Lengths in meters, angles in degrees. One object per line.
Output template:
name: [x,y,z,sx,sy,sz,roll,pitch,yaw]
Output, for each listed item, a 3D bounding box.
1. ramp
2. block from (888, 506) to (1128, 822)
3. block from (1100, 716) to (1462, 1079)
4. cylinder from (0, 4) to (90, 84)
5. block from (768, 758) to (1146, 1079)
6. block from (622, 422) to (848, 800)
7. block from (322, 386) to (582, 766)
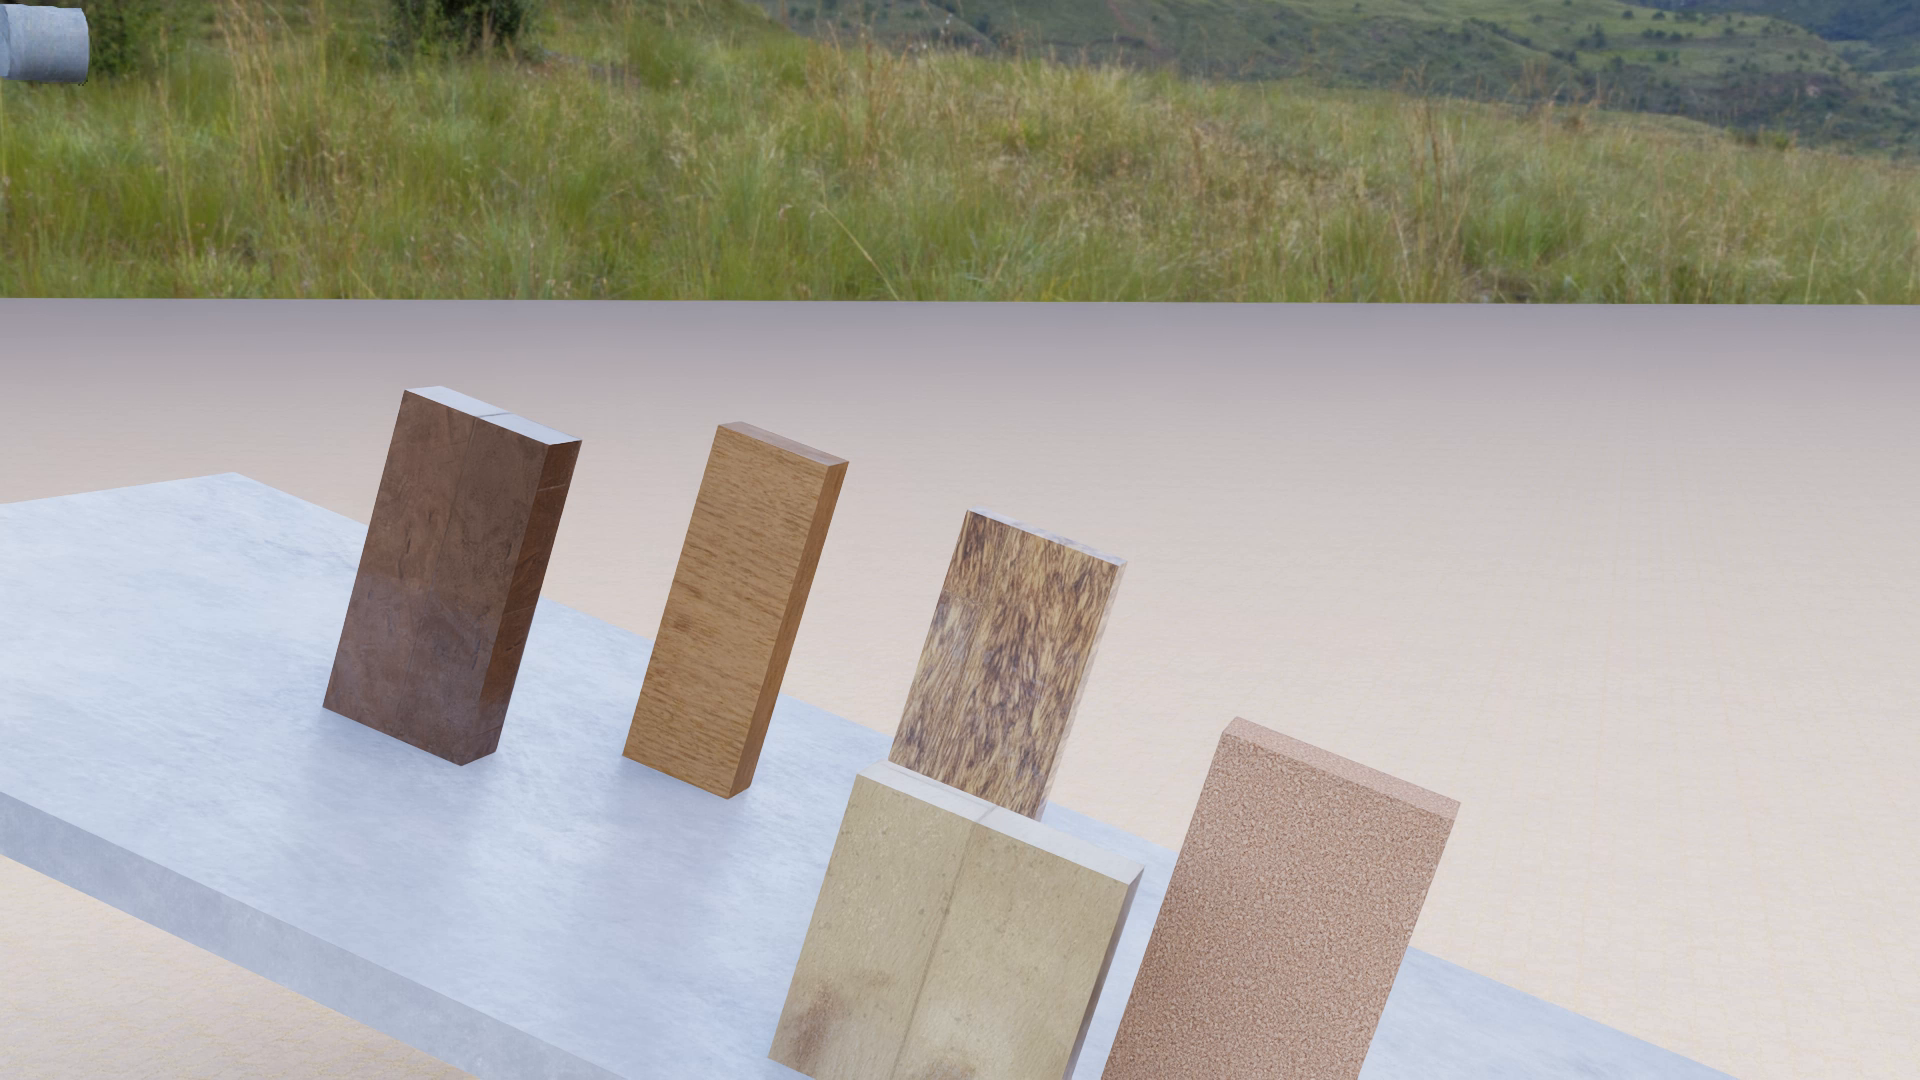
ramp: [-0.355,0.669,4.225,4.000,0.100,2.000,21,12,14]
block: [0.093,0.289,4.799,0.353,0.641,0.088,21,12,14]
block: [0.489,0.675,3.475,0.372,0.695,0.124,21,12,14]
cylinder: [-1.905,-1.030,4.563,0.153,0.153,0.153,-5,8,-34]
block: [-0.010,0.650,3.378,0.445,0.486,0.112,21,12,14]
block: [-0.459,0.142,4.473,0.246,0.720,0.119,21,12,14]
block: [-0.979,0.066,4.231,0.315,0.651,0.135,21,12,14]
